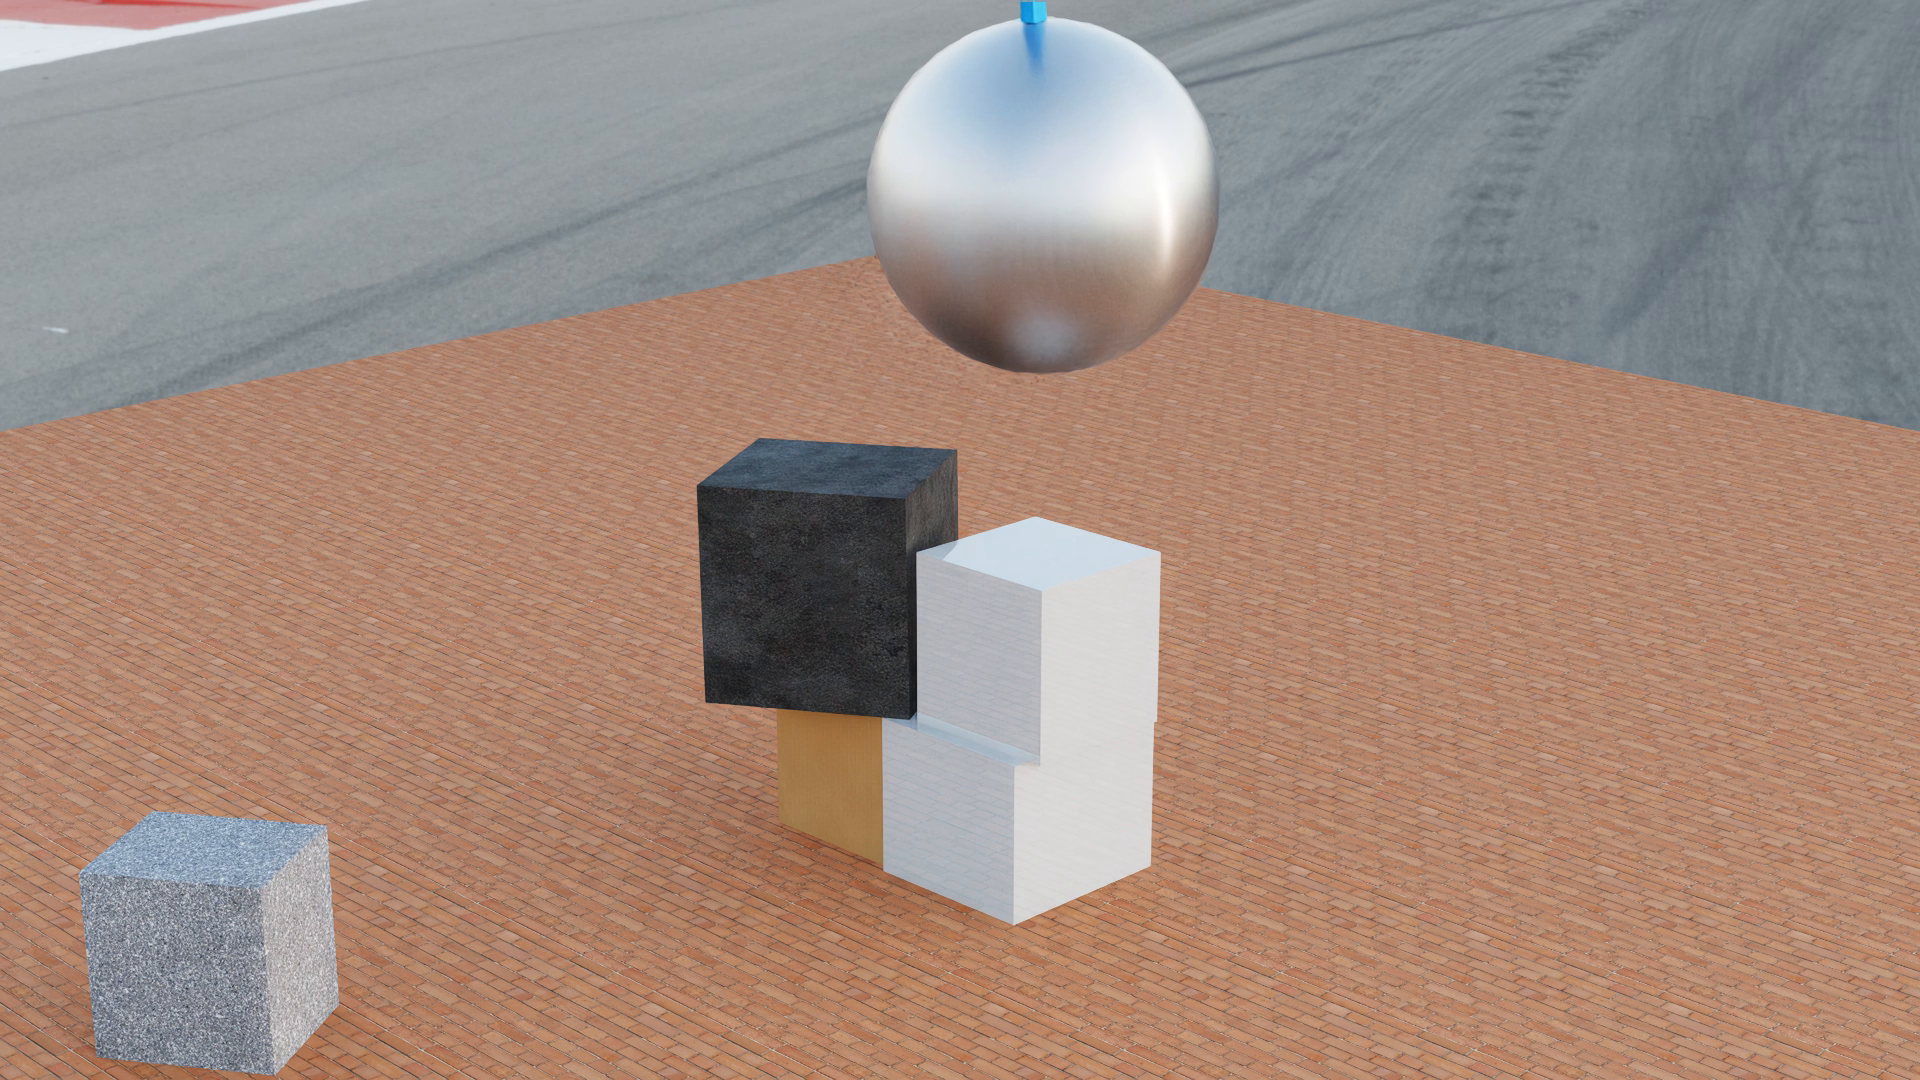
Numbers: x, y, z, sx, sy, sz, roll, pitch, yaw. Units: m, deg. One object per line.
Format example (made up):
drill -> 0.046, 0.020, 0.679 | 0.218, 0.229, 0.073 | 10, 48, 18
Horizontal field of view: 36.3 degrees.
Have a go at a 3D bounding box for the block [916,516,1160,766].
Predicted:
block -> 0.349, 0.436, 13.111 | 0.764, 0.801, 0.766 | 17, 24, 42

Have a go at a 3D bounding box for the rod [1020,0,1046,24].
rod -> 0.163, -4.718, 12.030 | 0.080, 5.200, 0.080 | 17, 29, 42

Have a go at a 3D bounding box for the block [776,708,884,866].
block -> -0.315, 0.992, 13.954 | 0.805, 0.739, 0.758 | -17, 24, -42

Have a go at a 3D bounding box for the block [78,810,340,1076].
block -> -3.021, 1.619, 11.851 | 0.765, 0.805, 0.637 | 4, 18, 11

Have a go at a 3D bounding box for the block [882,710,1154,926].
block -> 0.265, 1.156, 13.412 | 0.913, 0.753, 0.832 | -17, 24, -42

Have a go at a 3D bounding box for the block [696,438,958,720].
block -> -0.593, 0.163, 13.616 | 0.980, 1.038, 0.859 | 4, 17, 15

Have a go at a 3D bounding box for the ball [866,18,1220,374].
ball -> 0.376, -1.551, 13.249 | 1.600, 1.600, 1.600 | 0, 17, 0
